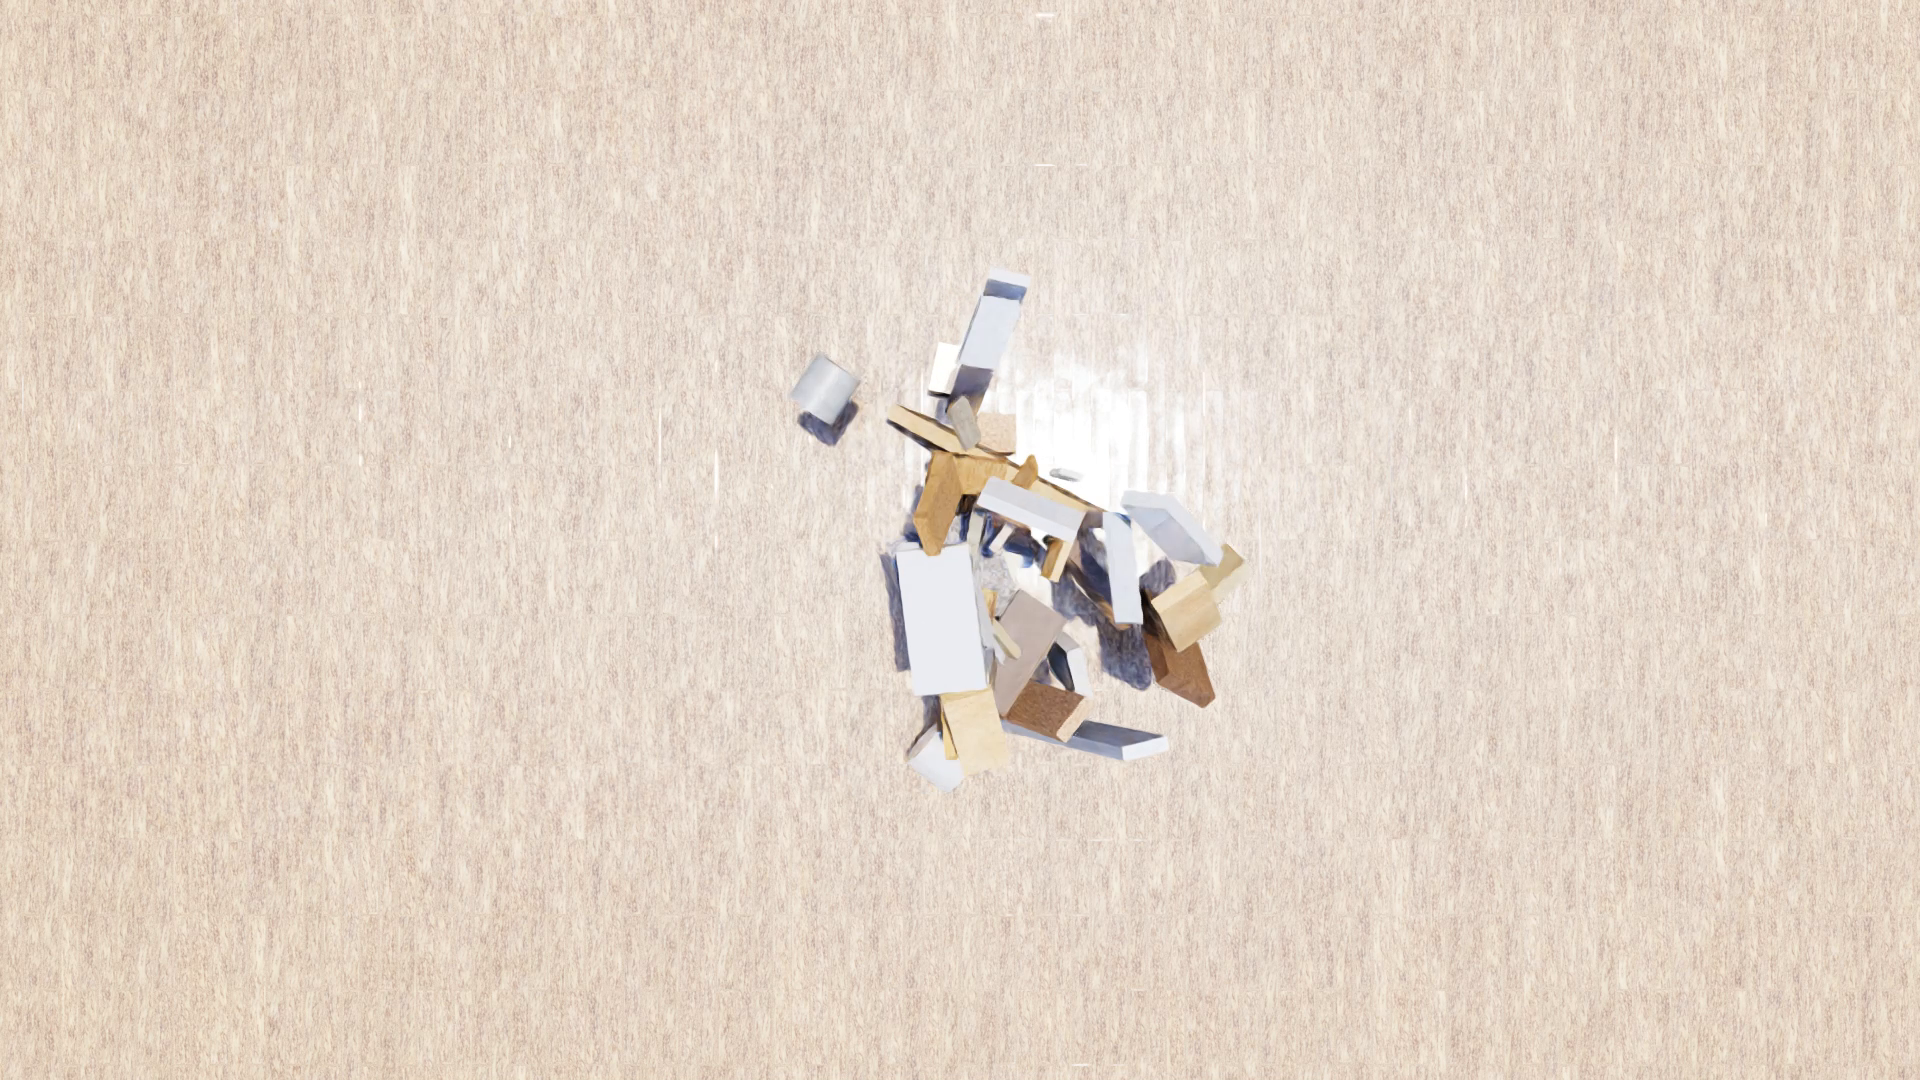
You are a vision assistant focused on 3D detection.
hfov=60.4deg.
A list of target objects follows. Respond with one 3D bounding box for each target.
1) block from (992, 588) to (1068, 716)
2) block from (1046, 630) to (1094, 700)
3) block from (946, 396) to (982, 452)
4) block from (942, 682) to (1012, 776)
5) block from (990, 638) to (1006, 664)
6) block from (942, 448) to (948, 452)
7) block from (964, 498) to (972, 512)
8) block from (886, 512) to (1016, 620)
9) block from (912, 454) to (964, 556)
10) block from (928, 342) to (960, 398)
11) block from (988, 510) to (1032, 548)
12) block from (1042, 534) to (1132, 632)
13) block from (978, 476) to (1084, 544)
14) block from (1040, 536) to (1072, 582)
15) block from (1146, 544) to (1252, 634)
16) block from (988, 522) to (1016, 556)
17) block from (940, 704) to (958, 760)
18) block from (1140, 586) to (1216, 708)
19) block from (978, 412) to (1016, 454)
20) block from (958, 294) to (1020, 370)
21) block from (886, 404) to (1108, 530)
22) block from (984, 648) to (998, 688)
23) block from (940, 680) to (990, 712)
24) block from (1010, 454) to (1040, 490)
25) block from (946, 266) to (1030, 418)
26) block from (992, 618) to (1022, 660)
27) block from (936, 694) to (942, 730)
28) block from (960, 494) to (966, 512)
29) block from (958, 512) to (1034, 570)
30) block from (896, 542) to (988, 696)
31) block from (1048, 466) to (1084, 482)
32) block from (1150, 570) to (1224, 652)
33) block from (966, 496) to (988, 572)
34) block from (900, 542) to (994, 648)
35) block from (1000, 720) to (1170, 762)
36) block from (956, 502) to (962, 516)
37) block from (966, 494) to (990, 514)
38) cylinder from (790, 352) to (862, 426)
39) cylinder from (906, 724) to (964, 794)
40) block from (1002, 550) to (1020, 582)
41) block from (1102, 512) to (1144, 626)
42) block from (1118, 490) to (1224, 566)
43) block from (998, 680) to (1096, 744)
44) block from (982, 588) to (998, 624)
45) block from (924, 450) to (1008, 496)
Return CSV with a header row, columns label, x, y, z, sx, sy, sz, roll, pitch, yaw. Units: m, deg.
label,x,y,z,sx,sy,sz,roll,pitch,yaw
block,0.141,0.302,4.461,0.155,0.044,0.310,33,90,-4
block,0.303,0.346,4.727,0.044,0.310,0.155,-16,104,-8
block,0.012,-0.287,4.092,0.061,0.017,0.122,-43,128,-28
block,0.041,0.467,4.060,0.123,0.035,0.246,-15,125,-1
block,0.049,0.262,4.338,0.094,0.187,0.027,17,67,29
block,-0.017,-0.292,5.418,0.090,0.181,0.026,-2,124,0
block,0.068,-0.085,5.281,0.107,0.030,0.214,12,77,-11
block,-0.015,0.106,4.642,0.294,0.294,0.294,-20,85,0
block,-0.050,-0.084,3.876,0.033,0.231,0.116,-2,132,21
block,-0.008,-0.548,5.422,0.156,0.156,0.156,12,90,0
block,0.149,-0.069,4.963,0.118,0.236,0.033,21,117,-14
block,0.382,0.109,4.818,0.051,0.179,0.358,-40,88,-8
block,0.168,-0.073,3.876,0.241,0.116,0.033,22,116,3
block,0.255,0.024,4.214,0.023,0.082,0.165,21,90,-16
block,0.658,0.141,4.545,0.290,0.145,0.041,-41,114,4
block,0.110,-0.002,4.196,0.023,0.165,0.082,37,89,4
block,0.015,0.433,4.274,0.130,0.037,0.259,-6,71,0
block,0.602,0.300,4.655,0.179,0.358,0.051,29,120,-28
block,0.119,-0.352,5.438,0.125,0.125,0.125,3,90,0
block,0.072,-0.522,4.160,0.103,0.206,0.029,7,46,-15
block,0.123,-0.232,5.161,0.872,0.179,0.051,30,100,37
block,0.000,0.308,4.112,0.172,0.347,0.049,9,78,4
block,0.012,0.385,4.139,0.123,0.246,0.035,-5,73,-1
block,0.162,-0.153,4.183,0.017,0.061,0.122,12,131,-26
block,0.062,-0.536,4.776,0.103,1.460,0.029,13,80,-3
block,0.083,0.245,4.335,0.094,0.187,0.027,18,67,39
block,0.007,0.450,4.426,0.130,0.259,0.037,11,59,5
block,0.041,-0.159,5.328,0.090,0.026,0.181,-13,95,-27
block,0.105,-0.002,5.057,0.163,0.405,0.046,9,104,-12
block,-0.041,0.187,3.902,0.172,0.049,0.345,-6,96,7
block,0.261,-0.159,4.033,0.061,0.122,0.017,16,87,-9
block,0.595,0.190,4.306,0.145,0.290,0.041,-33,60,1
block,0.035,0.015,4.196,0.033,0.116,0.231,12,106,5
block,-0.032,0.139,4.076,0.172,0.345,0.049,6,53,18
block,0.229,0.534,4.763,0.123,1.506,0.035,-12,92,-18
block,0.042,-0.101,5.401,0.107,0.214,0.030,3,132,-13
block,0.058,-0.133,5.123,0.033,0.236,0.118,-47,133,10
cylinder,-0.397,-0.445,4.856,0.154,0.154,0.154,35,94,0
cylinder,-0.058,0.695,5.256,0.159,0.159,0.159,40,90,-7
block,0.061,0.184,4.819,0.163,0.046,0.326,13,90,1
block,0.419,0.073,4.248,0.082,0.023,0.291,8,70,-42
block,0.533,-0.029,4.148,0.145,0.290,0.041,8,66,42
block,0.165,0.471,4.845,0.037,1.109,0.130,42,80,-11
block,0.036,0.217,4.235,0.094,0.027,0.187,5,78,27
block,0.016,-0.175,4.399,0.206,0.029,0.103,7,117,-16
